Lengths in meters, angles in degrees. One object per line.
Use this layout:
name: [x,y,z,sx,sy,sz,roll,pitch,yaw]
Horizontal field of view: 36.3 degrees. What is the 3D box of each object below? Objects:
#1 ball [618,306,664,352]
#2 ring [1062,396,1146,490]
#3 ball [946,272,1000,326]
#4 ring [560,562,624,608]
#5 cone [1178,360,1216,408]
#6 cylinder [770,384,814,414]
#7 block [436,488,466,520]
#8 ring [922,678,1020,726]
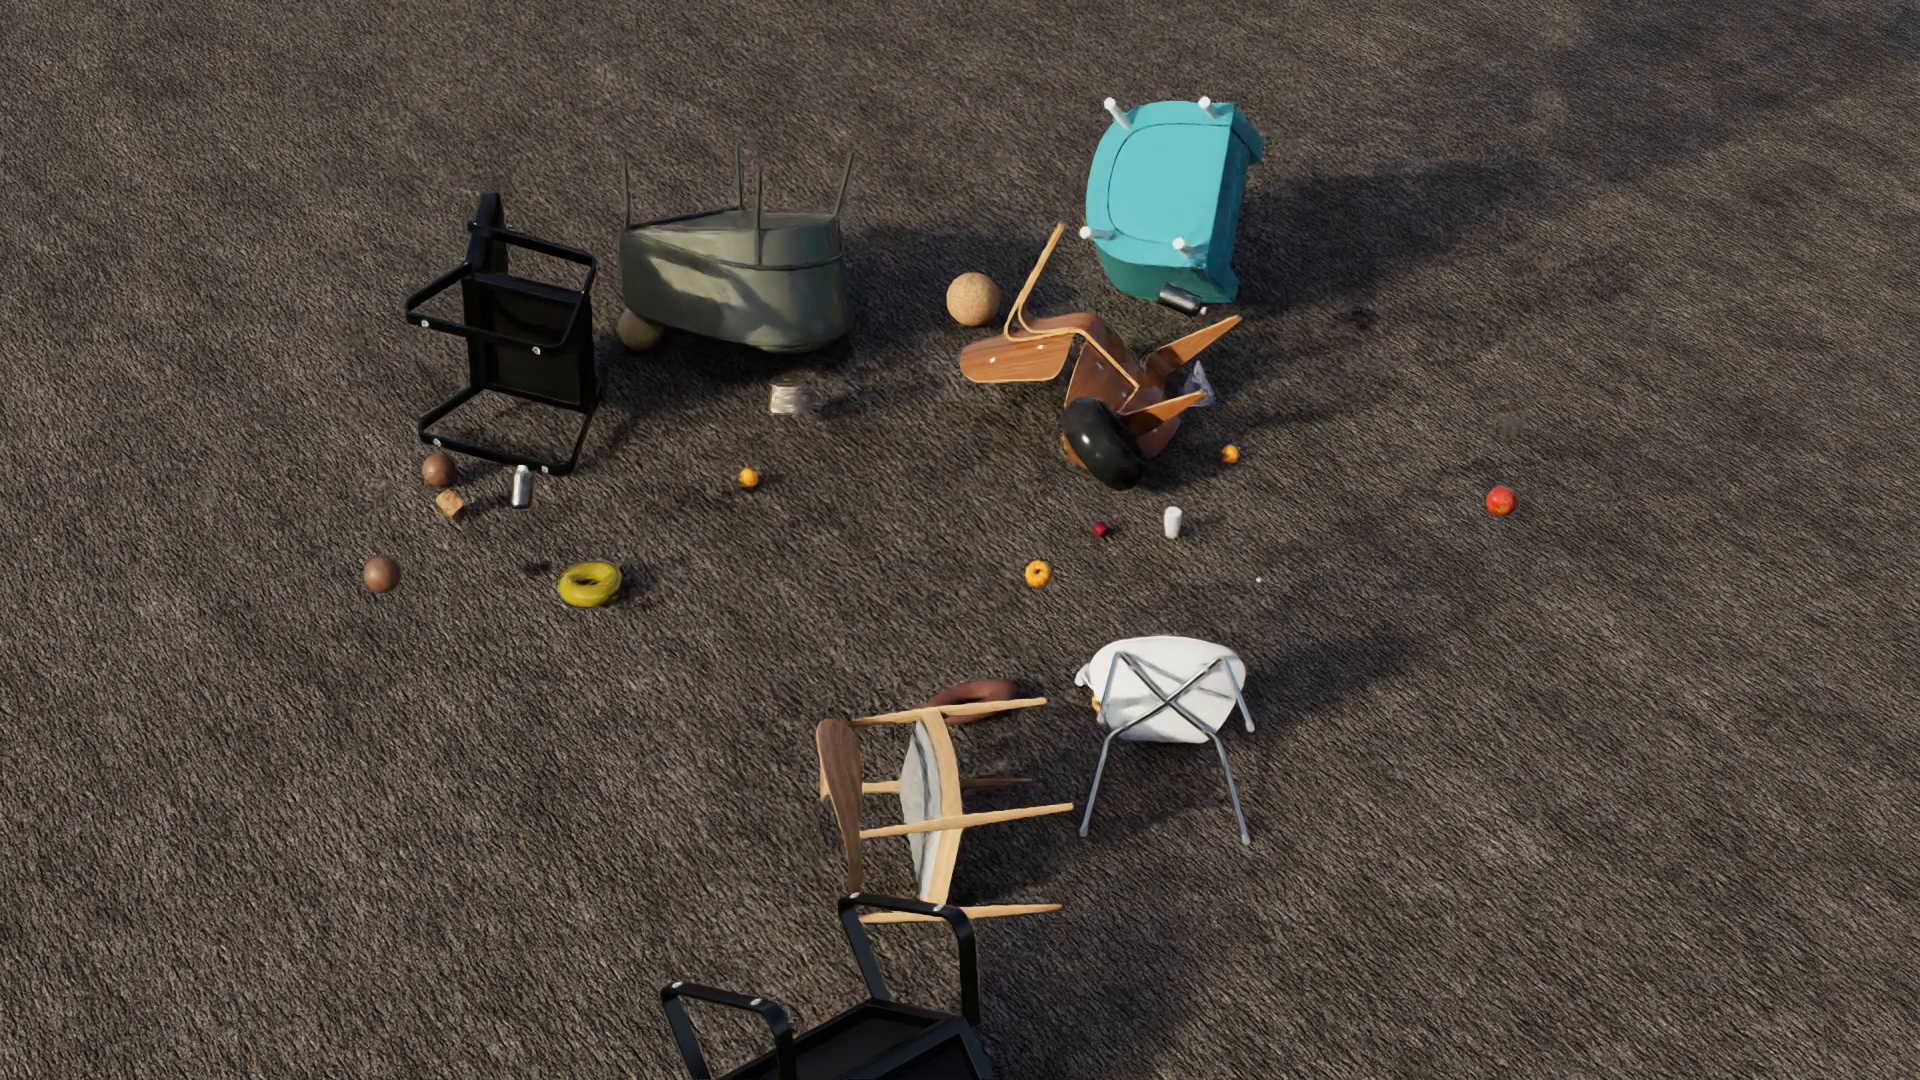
ball: [-1.318,-0.874,12.100,0.188,0.188,0.188,0,33,0]
ring: [0.544,-0.366,11.095,0.165,0.402,0.387,-37,22,14]
ball: [0.055,-1.007,12.265,0.228,0.228,0.228,0,33,0]
ring: [-1.333,0.161,10.623,0.240,0.080,0.242,14,37,29]
cone: [0.952,-0.646,11.757,0.157,0.185,0.133,-1,33,-2]
cylinder: [-0.659,-0.557,11.561,0.135,0.105,0.201,11,10,40]
block: [-1.917,-0.134,11.037,0.092,0.063,0.064,41,72,12]
ring: [0.039,0.554,10.035,0.370,0.059,0.217,-18,28,-26]
